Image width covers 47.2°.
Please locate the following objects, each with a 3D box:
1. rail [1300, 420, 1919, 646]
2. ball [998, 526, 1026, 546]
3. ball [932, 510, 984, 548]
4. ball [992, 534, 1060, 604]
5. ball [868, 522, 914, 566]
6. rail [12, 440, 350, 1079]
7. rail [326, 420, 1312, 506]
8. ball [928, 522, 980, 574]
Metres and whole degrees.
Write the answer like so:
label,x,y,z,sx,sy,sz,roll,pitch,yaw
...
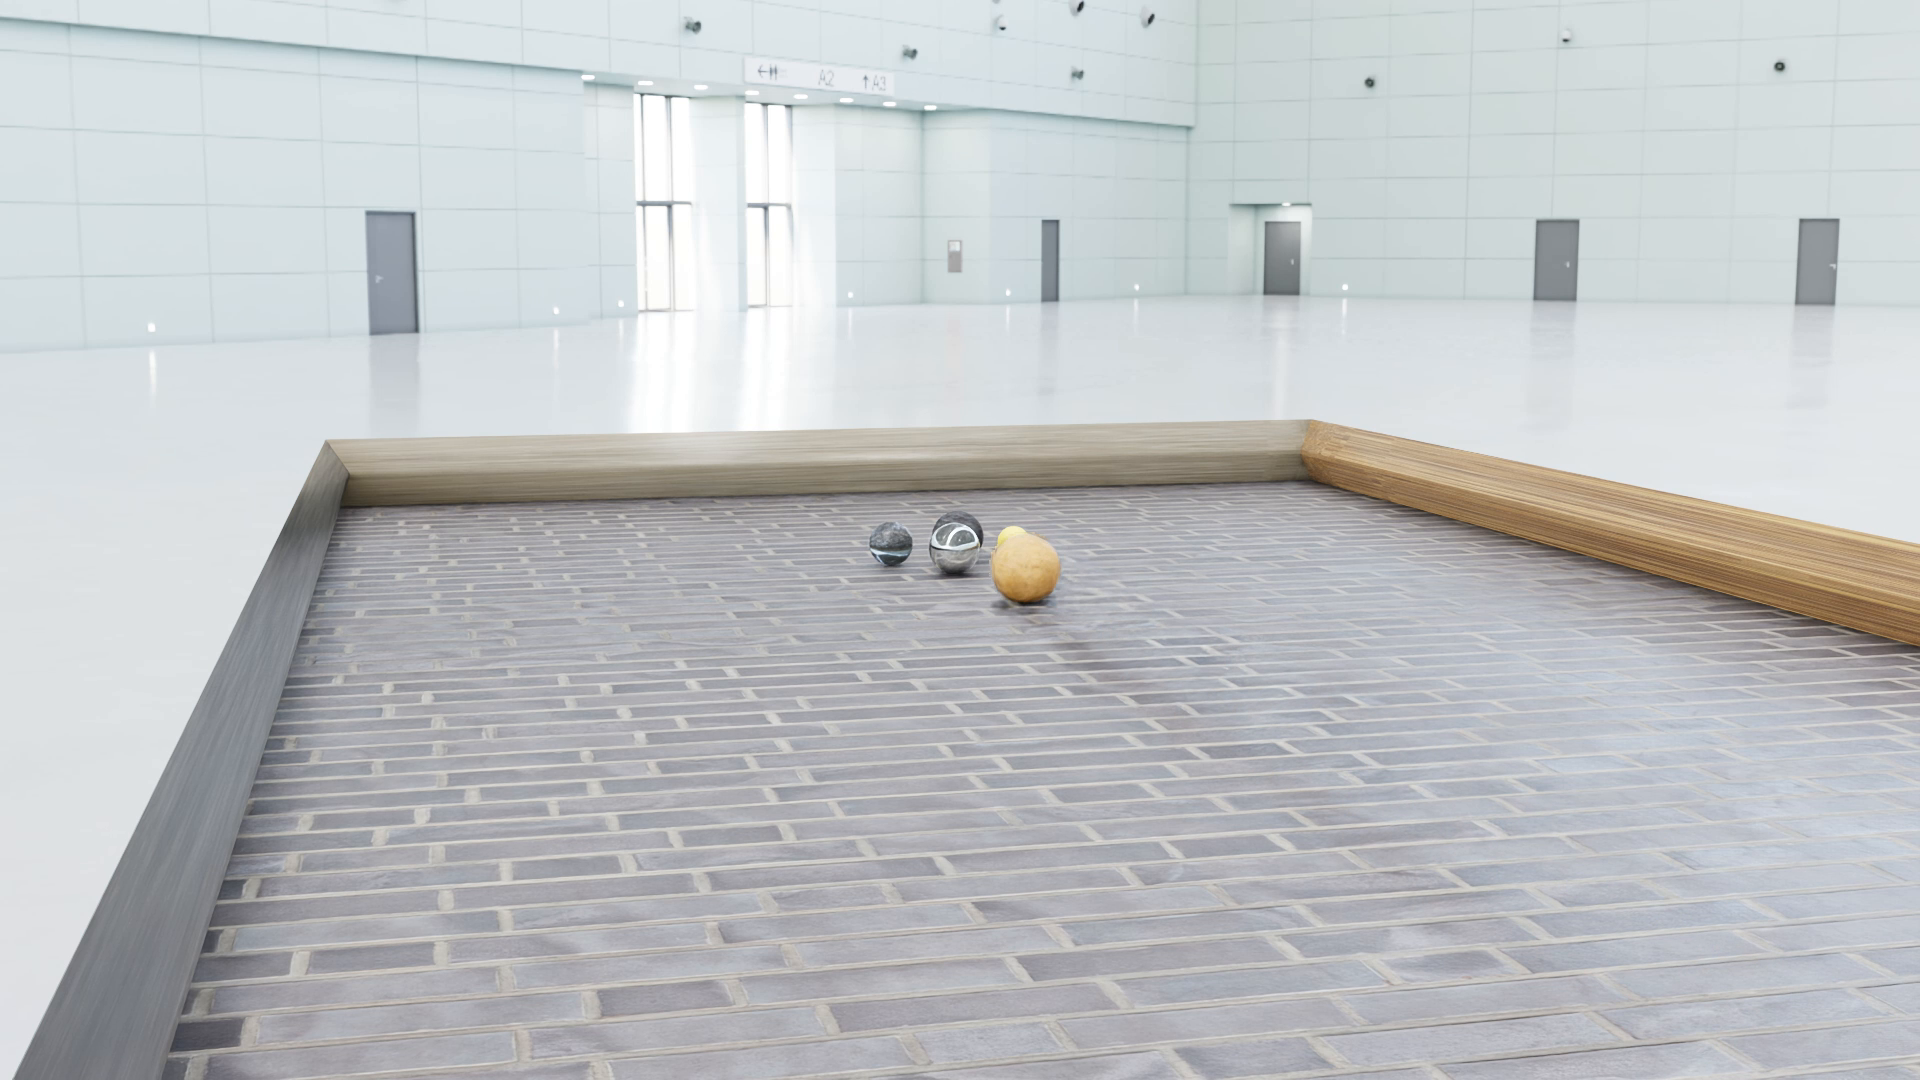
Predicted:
label,x,y,z,sx,sy,sz,roll,pitch,yaw
rail,1.215,0.073,2.820,0.045,0.130,4.043,-2,8,-13
ball,0.088,0.004,3.603,0.054,0.054,0.054,0,8,0
ball,-0.004,-0.005,3.557,0.084,0.084,0.084,0,8,0
ball,0.095,0.041,3.164,0.100,0.100,0.100,0,8,0
ball,-0.111,0.006,3.527,0.071,0.071,0.071,0,8,0
rail,-0.741,0.137,2.352,0.045,0.130,4.043,-2,8,-13
rail,-0.231,-0.161,4.510,2.060,0.130,0.045,-2,8,-13
ball,-0.009,0.013,3.436,0.081,0.081,0.081,0,8,0
